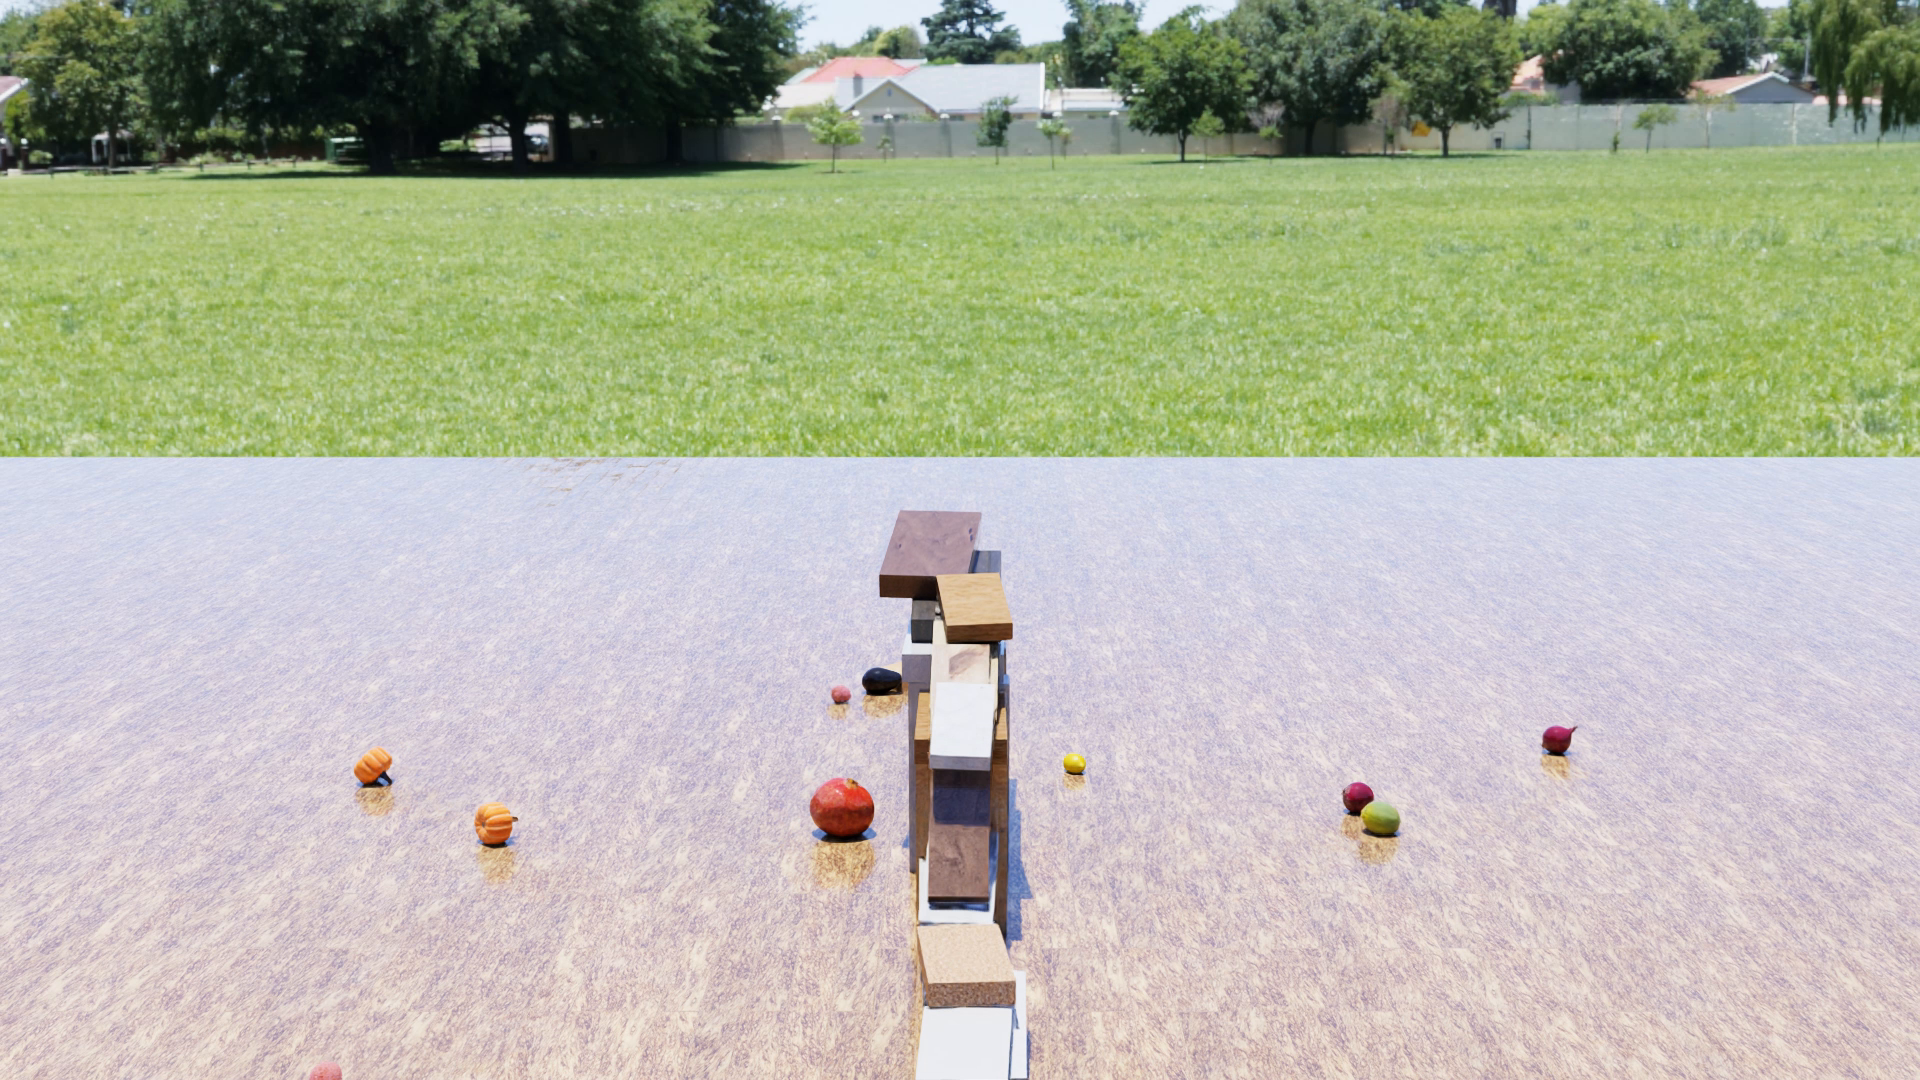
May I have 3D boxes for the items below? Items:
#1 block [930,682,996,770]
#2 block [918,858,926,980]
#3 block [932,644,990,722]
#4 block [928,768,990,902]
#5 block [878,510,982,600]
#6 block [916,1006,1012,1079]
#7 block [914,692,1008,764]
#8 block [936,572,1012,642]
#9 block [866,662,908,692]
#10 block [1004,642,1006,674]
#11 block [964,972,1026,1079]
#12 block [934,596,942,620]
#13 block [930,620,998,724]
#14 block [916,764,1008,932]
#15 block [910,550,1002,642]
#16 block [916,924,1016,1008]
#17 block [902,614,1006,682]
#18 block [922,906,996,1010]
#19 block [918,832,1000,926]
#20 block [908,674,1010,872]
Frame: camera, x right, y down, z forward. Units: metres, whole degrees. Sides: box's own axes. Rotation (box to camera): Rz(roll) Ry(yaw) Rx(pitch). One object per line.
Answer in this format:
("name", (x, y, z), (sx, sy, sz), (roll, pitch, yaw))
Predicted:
("block", (0.005, 0.284, 3.371), (0.091, 0.026, 0.182), (2, 33, 3))
("block", (-0.007, 0.579, 3.370), (0.109, 0.031, 0.219), (0, 39, -1))
("block", (0.002, 0.235, 3.492), (0.091, 0.026, 0.182), (0, 38, 1))
("block", (0.000, 0.419, 3.328), (0.091, 0.259, 0.026), (1, -27, 1))
("block", (-0.050, 0.024, 3.953), (0.153, 0.043, 0.306), (1, 22, 5))
("block", (0.004, 0.694, 2.861), (0.118, 0.034, 0.237), (1, 25, 3))
("block", (0.002, 0.302, 3.542), (0.143, 0.041, 0.286), (0, 11, 0))
("block", (0.023, 0.111, 3.658), (0.107, 0.030, 0.214), (-2, 22, -5))
("block", (-0.105, 0.308, 5.103), (0.109, 0.031, 0.218), (8, 13, 38))
("block", (-0.002, 0.357, 3.990), (0.171, 0.341, 0.048), (0, 11, 0))
("block", (0.031, 0.670, 2.993), (0.118, 0.034, 0.237), (0, 24, 1))
("block", (0.010, 0.176, 3.662), (0.107, 0.030, 0.214), (1, 39, 2))
("block", (0.008, 0.212, 3.567), (0.107, 0.030, 0.214), (0, 38, 1))
("block", (0.003, 0.479, 3.485), (0.143, 0.286, 0.041), (0, 11, 2))
("block", (-0.004, 0.097, 3.888), (0.153, 0.043, 0.306), (0, 22, 1))
("block", (0.007, 0.593, 3.074), (0.118, 0.034, 0.237), (-1, 9, -5))
("block", (-0.008, 0.185, 3.840), (0.171, 0.048, 0.341), (0, 10, 2))
("block", (-0.001, 0.608, 3.268), (0.109, 0.031, 0.219), (0, 33, -1))
("block", (0.000, 0.522, 3.343), (0.109, 0.031, 0.219), (2, 30, 3))
("block", (-0.001, 0.399, 3.753), (0.171, 0.341, 0.048), (0, 15, 0))
